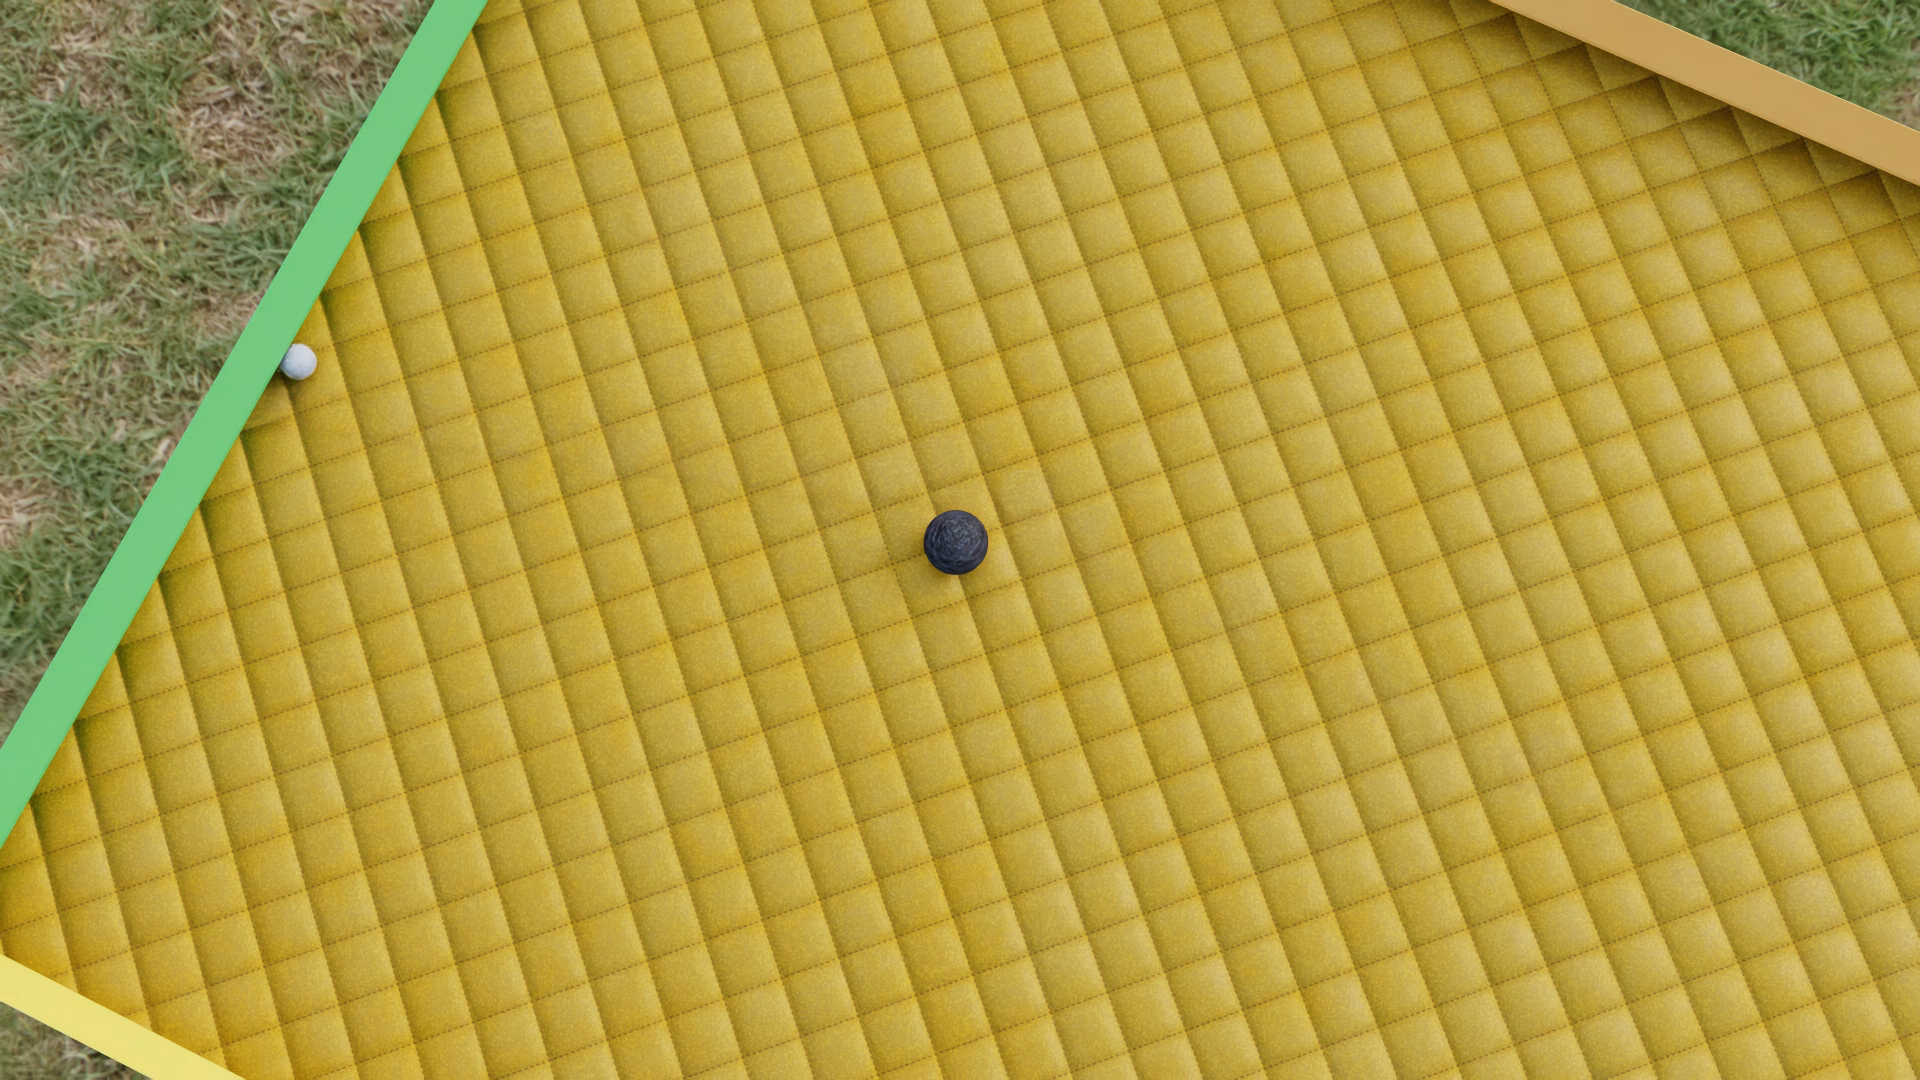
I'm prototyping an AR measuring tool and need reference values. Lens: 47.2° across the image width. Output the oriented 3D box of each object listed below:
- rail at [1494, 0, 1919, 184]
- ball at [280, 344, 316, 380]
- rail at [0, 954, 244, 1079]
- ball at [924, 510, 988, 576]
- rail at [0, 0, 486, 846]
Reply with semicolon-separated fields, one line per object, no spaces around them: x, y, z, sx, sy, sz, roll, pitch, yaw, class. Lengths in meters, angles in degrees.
1.498;-0.572;3.418;4.394;0.127;0.045;25;78;6;rail
-1.020;-0.275;3.388;0.055;0.055;0.055;0;77;0;ball
0.483;1.488;2.947;4.394;0.127;0.045;25;78;6;rail
-0.006;0.004;3.302;0.098;0.098;0.098;0;77;0;ball
-0.969;-0.460;3.392;0.045;0.127;2.391;25;78;6;rail
